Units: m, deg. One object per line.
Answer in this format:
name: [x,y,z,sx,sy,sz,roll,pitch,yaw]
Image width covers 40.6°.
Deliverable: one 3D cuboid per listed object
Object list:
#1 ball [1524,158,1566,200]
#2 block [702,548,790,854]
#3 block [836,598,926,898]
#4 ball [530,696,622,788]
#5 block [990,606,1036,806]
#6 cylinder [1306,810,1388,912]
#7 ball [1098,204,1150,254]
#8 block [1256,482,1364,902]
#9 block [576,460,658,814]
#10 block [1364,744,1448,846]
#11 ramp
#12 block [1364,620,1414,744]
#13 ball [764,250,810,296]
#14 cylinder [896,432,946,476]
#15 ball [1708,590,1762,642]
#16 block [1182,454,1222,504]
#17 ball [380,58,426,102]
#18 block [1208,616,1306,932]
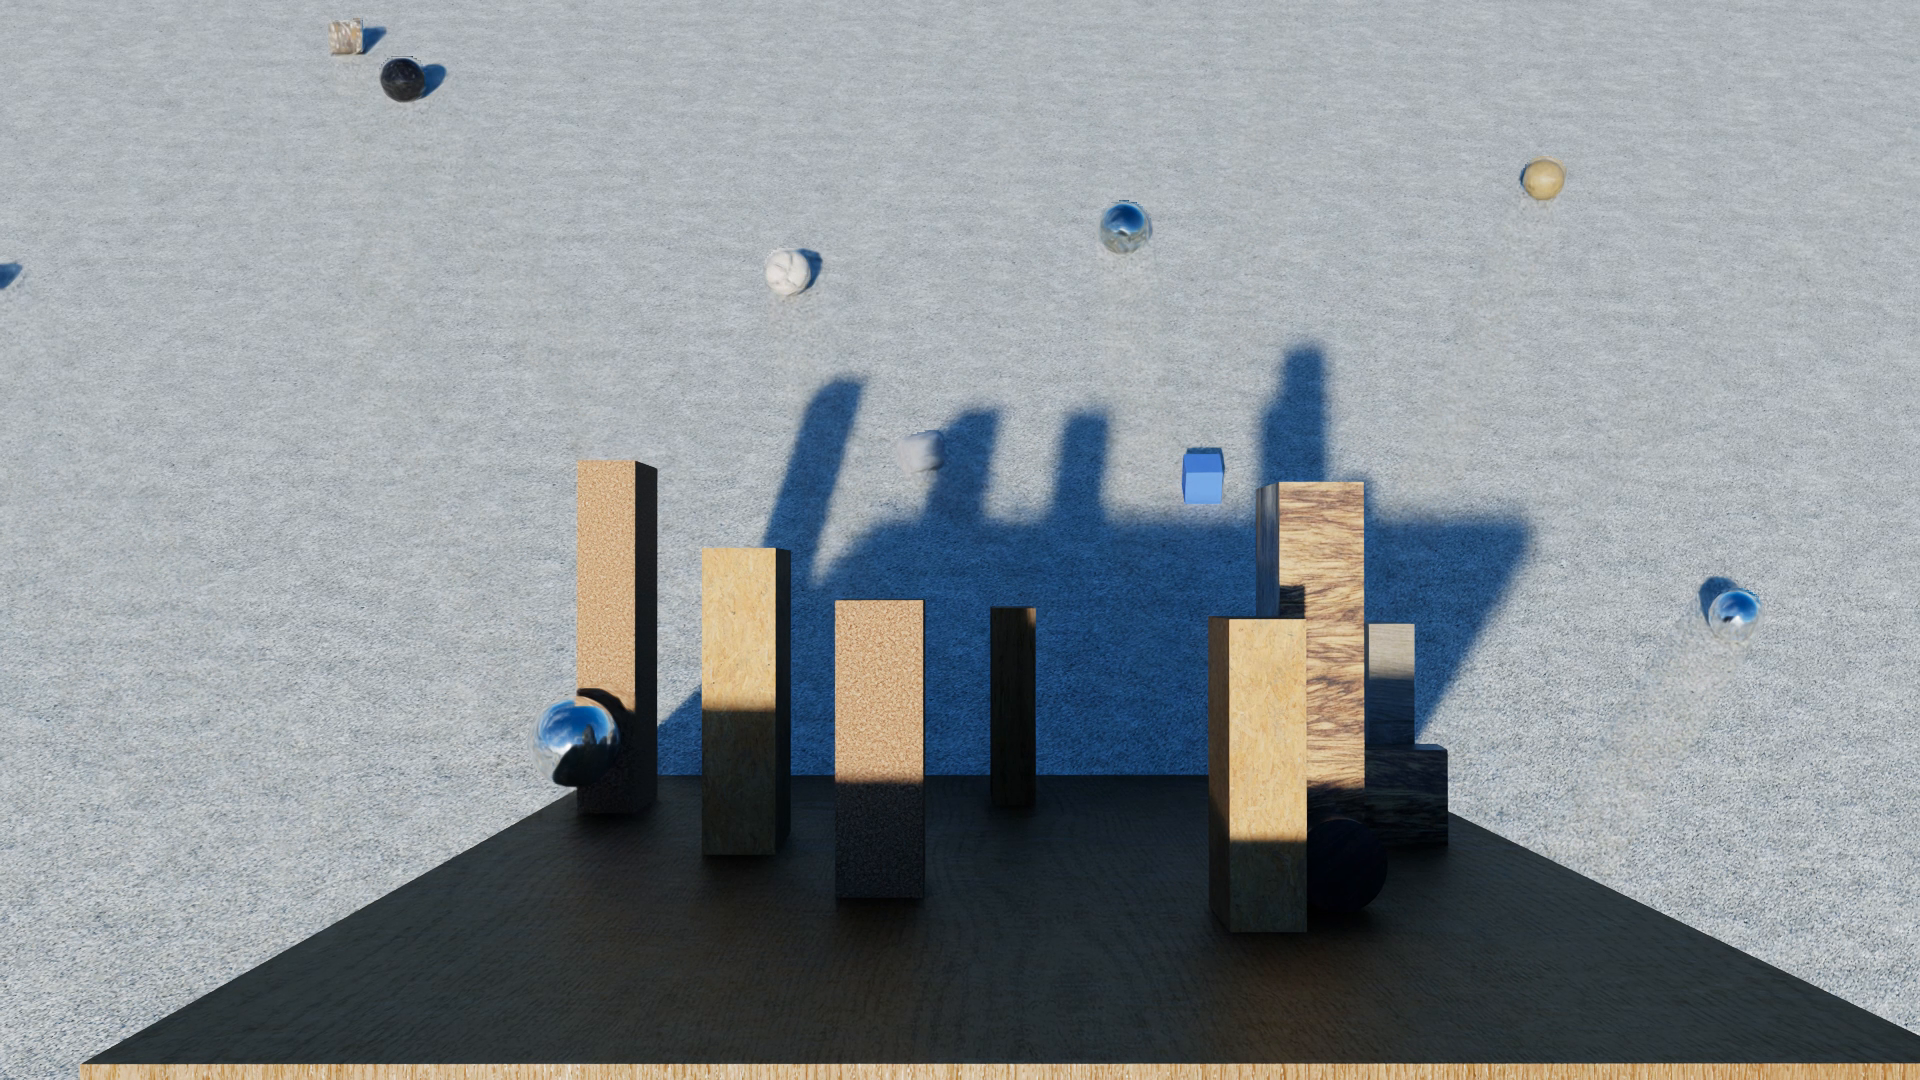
ball: [2.225,-1.373,9.875,0.157,0.157,0.157,0,32,0]
block: [-0.410,0.302,5.018,0.136,0.567,0.441,0,-1,0]
block: [-0.130,0.337,4.293,0.141,0.476,0.280,0,-1,0]
ball: [-0.823,0.431,5.544,0.195,0.195,0.195,0,32,0]
block: [0.122,0.378,6.039,0.097,0.443,0.400,0,-1,0]
cylinder: [0.580,0.499,4.032,0.144,0.144,0.144,-1,-1,-1]
ball: [0.598,-1.137,9.473,0.187,0.187,0.187,0,32,0]
block: [0.574,0.242,4.272,0.134,0.664,0.326,0,-1,0]
block: [-0.771,0.213,5.855,0.126,0.768,0.423,0,-1,0]
block: [0.849,0.494,5.052,0.182,0.182,0.182,0,-1,4]
ramp: [0.072,0.631,4.729,2.000,0.100,4.000,0,-1,0]
block: [0.858,0.380,5.356,0.090,0.420,0.417,0,-1,0]
ball: [-0.611,-0.947,9.196,0.164,0.164,0.164,0,32,0]
cylinder: [-0.123,-0.273,8.177,0.114,0.114,0.114,-16,35,-23]
ball: [2.205,0.217,7.371,0.147,0.147,0.147,0,32,0]
block: [0.751,-0.190,8.046,0.112,0.112,0.112,0,32,-1]
ball: [-2.294,-1.894,10.674,0.184,0.184,0.184,0,32,0]
block: [0.445,0.343,3.904,0.111,0.452,0.314,0,-1,0]
